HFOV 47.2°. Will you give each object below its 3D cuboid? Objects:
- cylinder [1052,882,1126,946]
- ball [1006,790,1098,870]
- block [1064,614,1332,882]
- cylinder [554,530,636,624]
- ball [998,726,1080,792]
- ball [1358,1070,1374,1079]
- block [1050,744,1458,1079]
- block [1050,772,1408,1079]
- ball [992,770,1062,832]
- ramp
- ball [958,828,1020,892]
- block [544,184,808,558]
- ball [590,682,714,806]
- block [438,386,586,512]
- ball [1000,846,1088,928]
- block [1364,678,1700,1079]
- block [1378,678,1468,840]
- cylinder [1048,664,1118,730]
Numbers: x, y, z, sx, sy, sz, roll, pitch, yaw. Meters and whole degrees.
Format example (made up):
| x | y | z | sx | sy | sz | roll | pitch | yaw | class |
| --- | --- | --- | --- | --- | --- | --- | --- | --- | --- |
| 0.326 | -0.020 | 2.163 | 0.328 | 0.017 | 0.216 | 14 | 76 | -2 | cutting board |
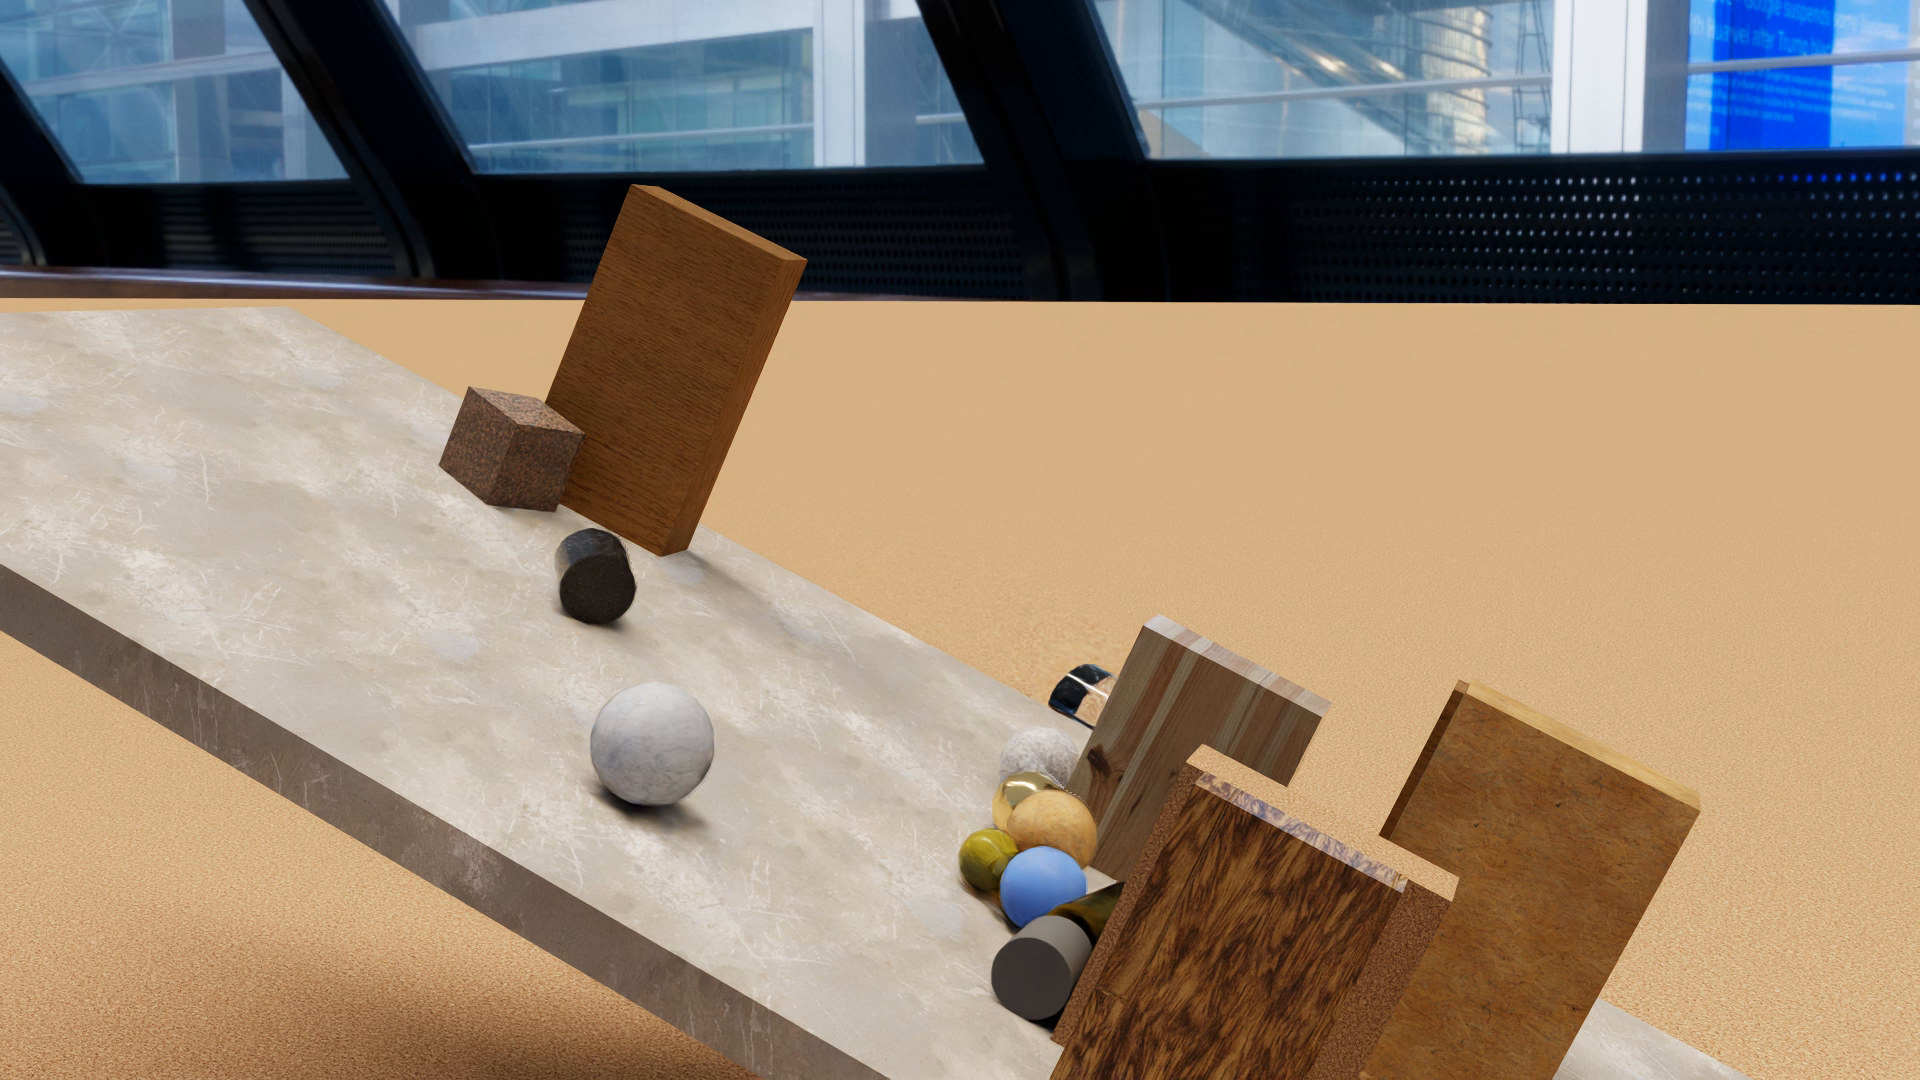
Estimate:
| x | y | z | sx | sy | sz | roll | pitch | yaw | class |
| --- | --- | --- | --- | --- | --- | --- | --- | --- | --- |
| 0.242 | 0.664 | 3.645 | 0.163 | 0.163 | 0.163 | 5 | 8 | 36 | cylinder |
| 0.165 | 0.539 | 3.998 | 0.168 | 0.168 | 0.168 | 0 | 7 | 0 | ball |
| 0.434 | 0.444 | 4.219 | 0.373 | 0.472 | 0.144 | 27 | 14 | 12 | block |
| -0.724 | 0.072 | 4.353 | 0.147 | 0.147 | 0.147 | -2 | 18 | -15 | cylinder |
| 0.160 | 0.452 | 4.380 | 0.165 | 0.165 | 0.165 | 0 | 7 | 0 | ball |
| 0.623 | 0.904 | 3.558 | 0.111 | 0.111 | 0.111 | 0 | 7 | 0 | ball |
| 0.451 | 0.648 | 3.397 | 0.439 | 0.502 | 0.136 | 27 | 14 | 12 | block |
| 0.367 | 0.651 | 3.132 | 0.318 | 0.552 | 0.082 | 27 | 14 | 12 | block |
| 0.131 | 0.509 | 4.162 | 0.143 | 0.143 | 0.143 | 0 | 7 | 0 | ball |
| -0.270 | 0.462 | 4.173 | 4.000 | 0.100 | 2.000 | 27 | 14 | 12 | ramp |
| 0.051 | 0.564 | 3.878 | 0.111 | 0.111 | 0.111 | 0 | 7 | 0 | ball |
| -0.673 | -0.379 | 4.928 | 0.394 | 0.723 | 0.146 | 27 | 14 | 12 | block |
| -0.504 | 0.334 | 3.602 | 0.203 | 0.203 | 0.203 | 0 | 7 | 0 | ball |
| -0.986 | -0.198 | 4.840 | 0.194 | 0.194 | 0.194 | 34 | 16 | 36 | block |
| 0.144 | 0.605 | 3.793 | 0.151 | 0.151 | 0.151 | 0 | 7 | 0 | ball |
| 0.878 | 0.648 | 3.681 | 0.406 | 0.712 | 0.137 | 27 | 14 | 12 | block |
| 0.981 | 0.607 | 4.295 | 0.310 | 0.584 | 0.112 | 27 | 14 | 12 | block |
| 0.357 | 0.438 | 5.347 | 0.210 | 0.210 | 0.210 | -6 | 23 | -39 | cylinder |
